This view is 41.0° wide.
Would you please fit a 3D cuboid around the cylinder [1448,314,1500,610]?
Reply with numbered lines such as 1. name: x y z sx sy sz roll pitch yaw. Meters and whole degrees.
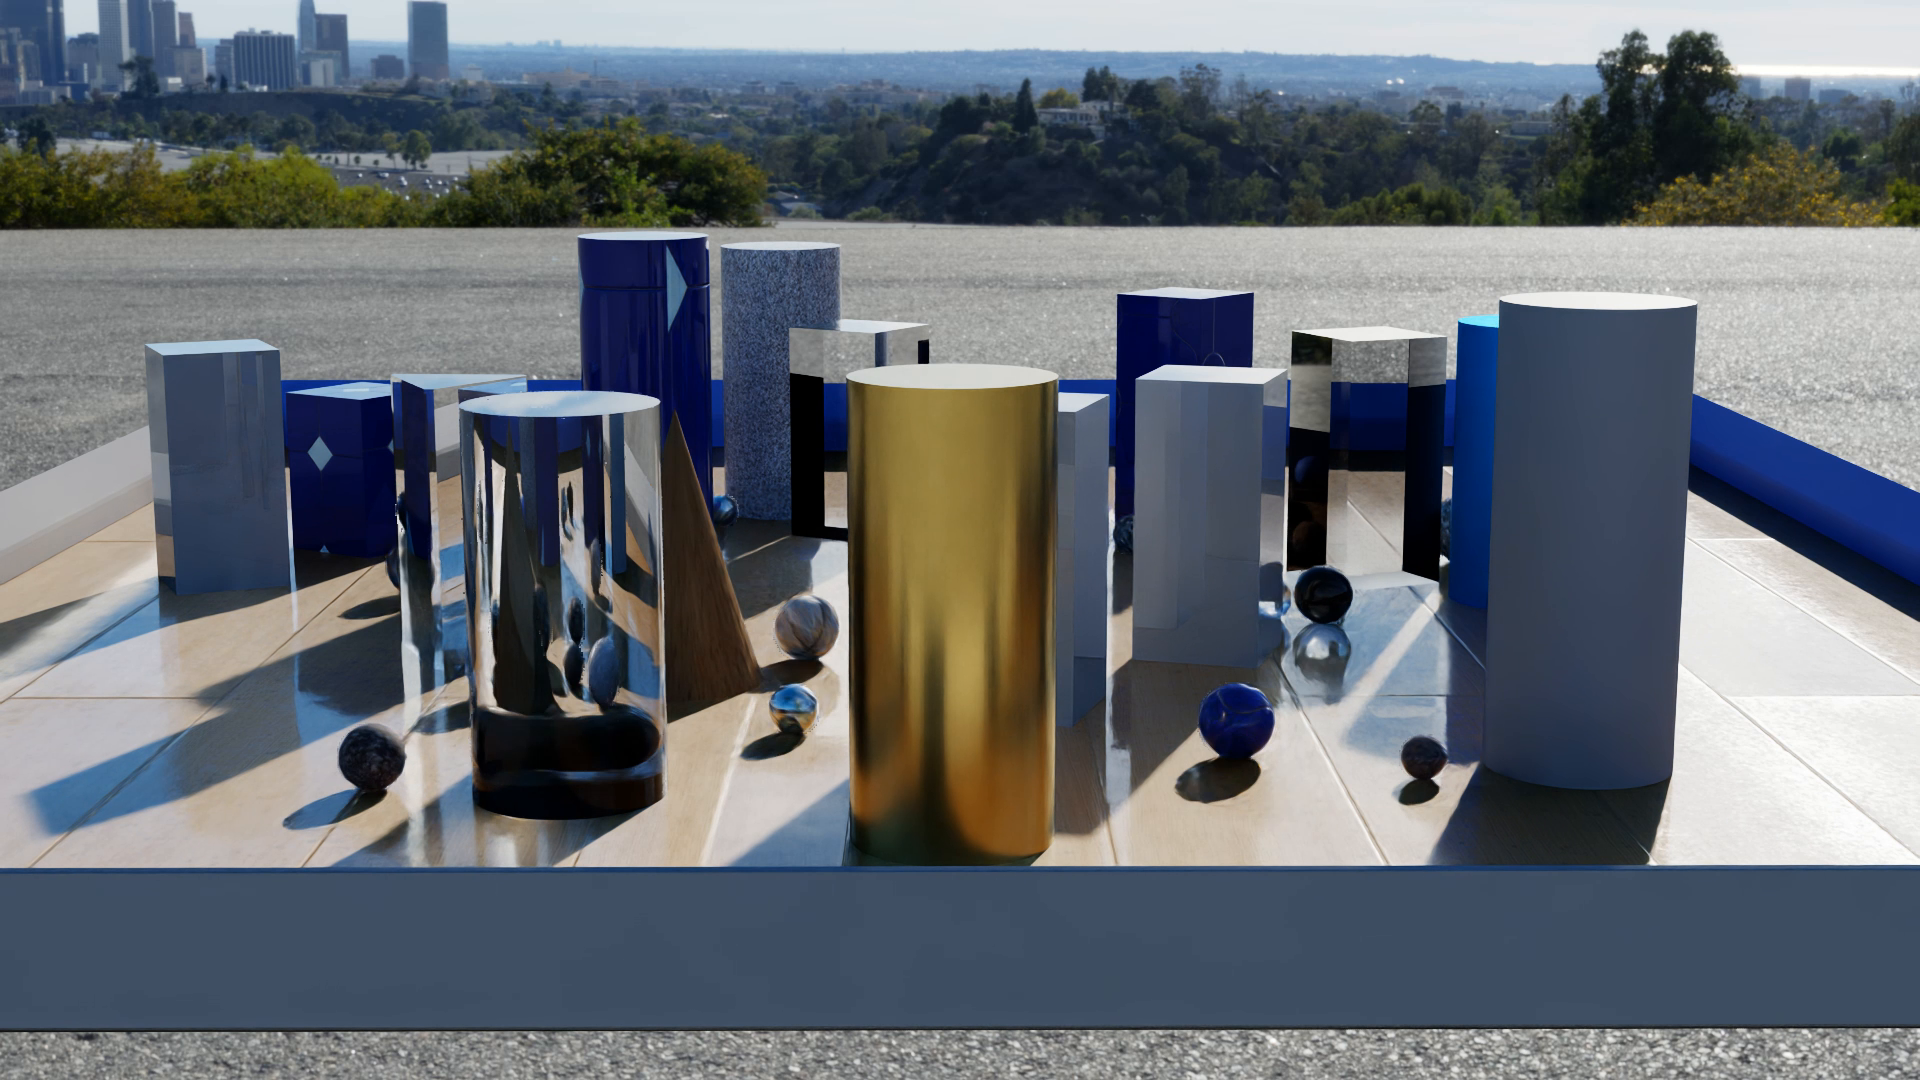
1. cylinder: 0.776 -0.108 3.516 0.197 0.383 0.197 0 10 0

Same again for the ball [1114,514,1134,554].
1. ball: 0.262 -0.009 3.862 0.062 0.062 0.062 0 10 0

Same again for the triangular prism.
1. triangular prism: -0.650 -0.031 3.209 0.148 0.344 0.170 7 13 33

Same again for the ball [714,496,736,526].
1. ball: -0.382 -0.046 4.097 0.050 0.050 0.050 0 10 0

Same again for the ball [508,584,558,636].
1. ball: -0.552 0.091 3.315 0.065 0.065 0.065 0 10 0

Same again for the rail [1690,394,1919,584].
1. rail: 1.338 0.031 3.456 0.045 0.128 3.052 0 10 0

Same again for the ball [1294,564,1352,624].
1. ball: 0.479 0.071 3.384 0.077 0.077 0.077 0 10 0

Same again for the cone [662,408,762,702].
1. cone: -0.334 0.007 3.038 0.197 0.330 0.197 0 10 0

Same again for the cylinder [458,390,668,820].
1. cylinder: -0.394 0.061 2.566 0.197 0.397 0.197 0 10 0

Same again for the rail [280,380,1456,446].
1. rail: -0.009 -0.241 4.926 2.723 0.128 0.045 0 10 0

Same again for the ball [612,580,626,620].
1. ball: -0.394 0.086 3.256 0.095 0.095 0.095 0 10 0

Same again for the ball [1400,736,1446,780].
1. ball: 0.478 0.224 2.646 0.046 0.046 0.046 0 10 0

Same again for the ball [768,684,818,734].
1. ball: -0.183 0.186 2.828 0.055 0.055 0.055 0 10 0

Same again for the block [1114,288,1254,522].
1. block: 0.360 -0.213 4.126 0.157 0.368 0.157 8 13 37

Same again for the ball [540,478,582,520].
1. ball: -0.648 -0.067 4.163 0.066 0.066 0.066 0 10 0

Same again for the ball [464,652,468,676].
1. ball: -0.535 0.145 2.983 0.080 0.080 0.080 0 10 0

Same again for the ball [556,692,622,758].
1. ball: -0.394 0.197 2.726 0.070 0.070 0.070 0 10 0

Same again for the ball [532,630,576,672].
1. ball: -0.493 0.135 3.111 0.053 0.053 0.053 0 10 0

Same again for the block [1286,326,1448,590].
1. block: 0.579 -0.119 3.663 0.157 0.351 0.157 -5 11 -24

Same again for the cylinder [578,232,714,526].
1. cylinder: -0.477 -0.226 3.905 0.197 0.472 0.197 0 10 0

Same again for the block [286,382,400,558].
1. block: -0.910 -0.110 3.920 0.157 0.239 0.157 7 12 32

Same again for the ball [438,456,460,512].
1. ball: -0.870 -0.090 4.201 0.098 0.098 0.098 0 10 0

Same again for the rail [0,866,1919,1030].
1. rail: 0.009 0.307 1.972 2.723 0.128 0.045 0 10 0

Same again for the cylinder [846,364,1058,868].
1. cylinder: -0.007 0.066 2.414 0.197 0.443 0.197 0 10 0

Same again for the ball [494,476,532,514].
1. ball: -0.734 -0.074 4.218 0.061 0.061 0.061 0 10 0

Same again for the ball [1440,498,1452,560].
1. ball: 0.744 -0.017 3.805 0.098 0.098 0.098 0 10 0

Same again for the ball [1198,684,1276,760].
1. ball: 0.294 0.192 2.724 0.081 0.081 0.081 0 10 0

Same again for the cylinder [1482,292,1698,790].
1. cylinder: 0.651 -0.004 2.663 0.197 0.489 0.197 0 10 0

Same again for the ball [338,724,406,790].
1. ball: -0.597 0.220 2.607 0.068 0.068 0.068 0 10 0

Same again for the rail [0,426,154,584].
1. rail: -1.338 0.034 3.441 0.045 0.128 3.052 0 10 0

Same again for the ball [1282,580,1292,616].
1. ball: 0.412 0.077 3.410 0.057 0.057 0.057 0 10 0

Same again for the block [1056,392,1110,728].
1. block: 0.073 0.017 2.921 0.157 0.354 0.157 3 11 17

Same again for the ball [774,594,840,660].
1. ball: -0.189 0.109 3.172 0.082 0.082 0.082 0 10 0

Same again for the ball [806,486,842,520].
1. ball: -0.221 -0.060 4.146 0.058 0.058 0.058 0 10 0

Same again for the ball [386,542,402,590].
1. ball: -0.756 0.036 3.567 0.081 0.081 0.081 0 10 0

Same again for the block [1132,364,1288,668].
1. block: 0.312 -0.033 3.201 0.157 0.350 0.157 3 11 17

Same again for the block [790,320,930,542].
1. block: -0.156 -0.173 4.022 0.157 0.326 0.157 6 12 30

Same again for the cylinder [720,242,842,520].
1. cylinder: -0.292 -0.265 4.216 0.197 0.436 0.197 0 10 0

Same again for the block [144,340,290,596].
1. block: -1.053 -0.107 3.640 0.157 0.335 0.157 -5 12 -26
